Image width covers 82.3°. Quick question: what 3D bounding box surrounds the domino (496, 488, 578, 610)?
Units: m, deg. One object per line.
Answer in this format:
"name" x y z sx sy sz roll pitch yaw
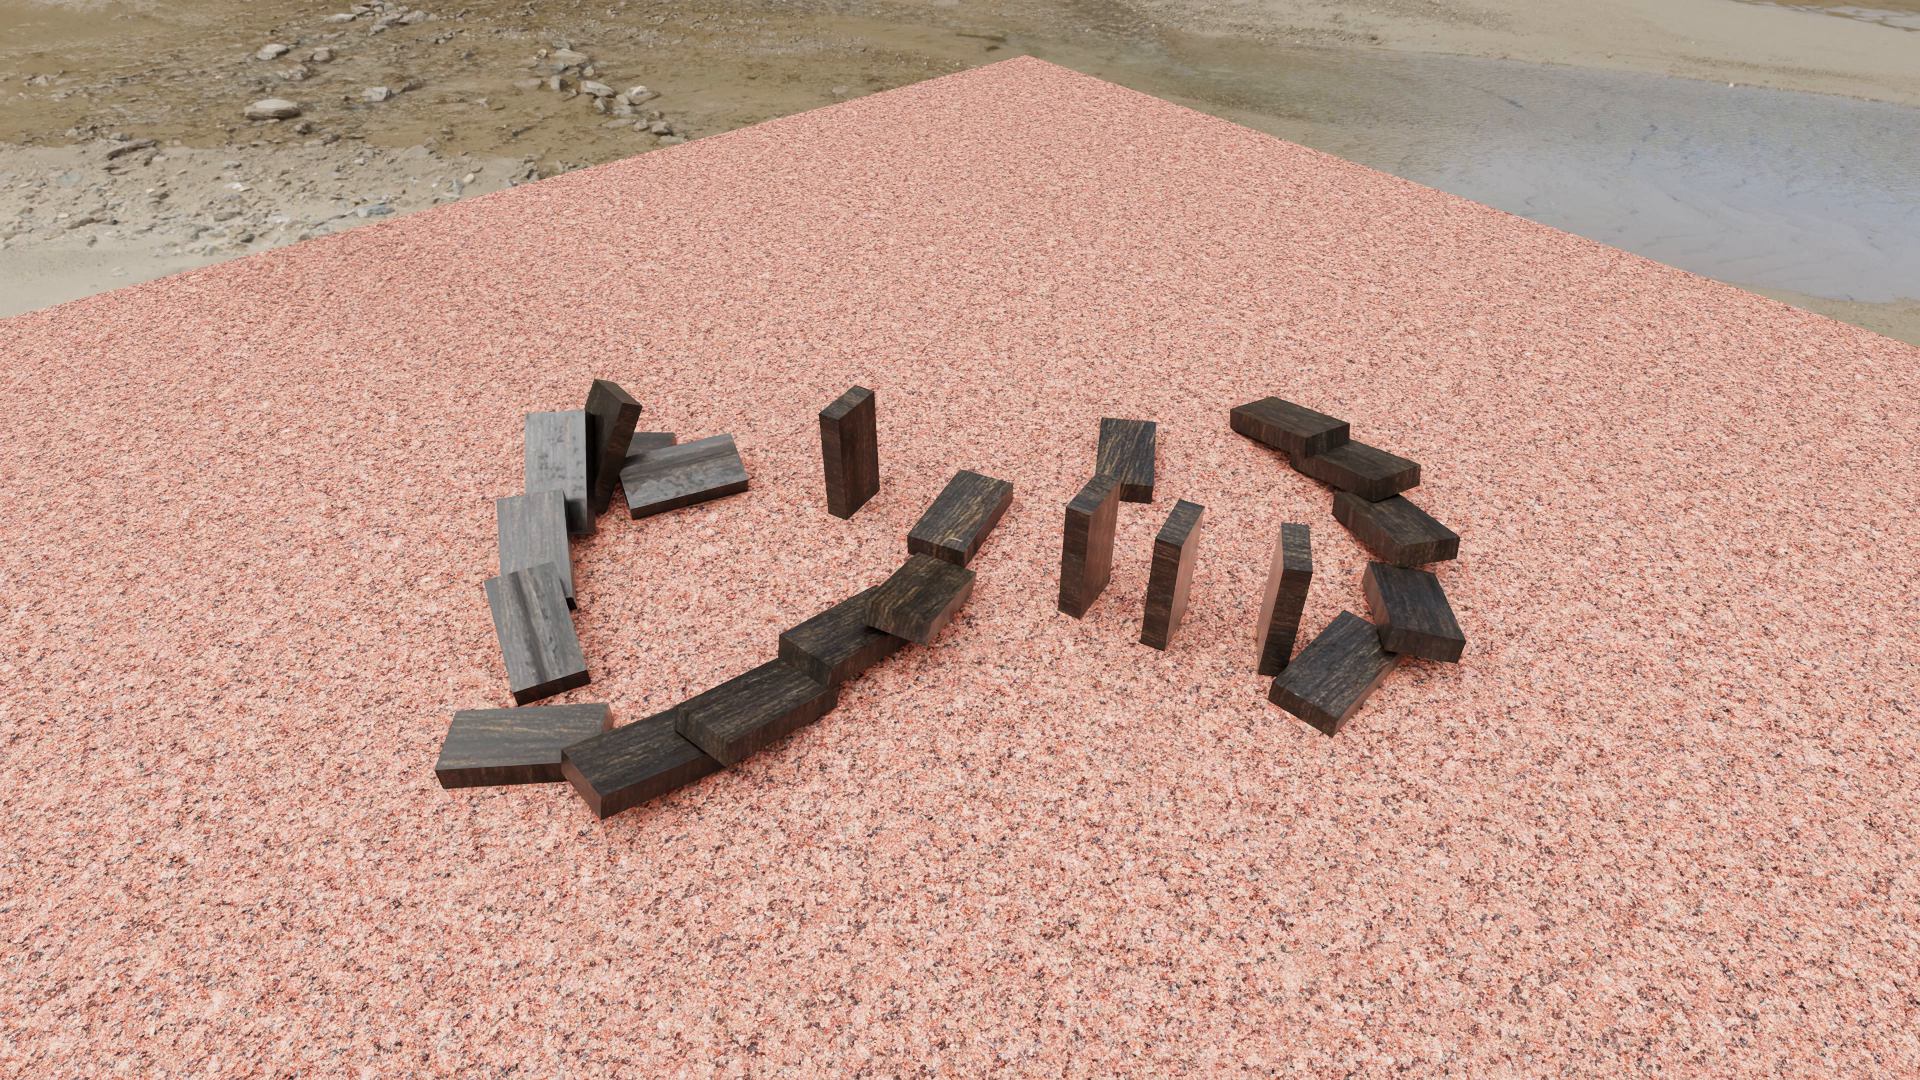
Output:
"domino" -0.164 0.005 0.425 0.025 0.009 0.050 -10 60 -12

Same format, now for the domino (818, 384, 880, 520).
"domino" -0.045 -0.036 0.455 0.009 0.050 0.025 21 44 23

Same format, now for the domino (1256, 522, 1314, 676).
"domino" 0.113 0.021 0.385 0.010 0.050 0.025 7 40 8

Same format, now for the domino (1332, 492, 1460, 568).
"domino" 0.174 -0.006 0.442 0.025 0.009 0.050 -8 27 -9

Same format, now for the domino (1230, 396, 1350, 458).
"domino" 0.148 -0.052 0.497 0.025 0.010 0.050 -18 28 -21

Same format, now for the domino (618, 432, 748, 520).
"domino" -0.119 -0.028 0.470 0.050 0.010 0.025 -16 66 -19

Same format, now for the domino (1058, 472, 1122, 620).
"domino" 0.048 0.002 0.408 0.010 0.050 0.025 22 44 24

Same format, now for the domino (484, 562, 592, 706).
"domino" -0.152 0.033 0.394 0.025 0.010 0.050 -17 57 -20

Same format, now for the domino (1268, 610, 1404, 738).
"domino" 0.133 0.046 0.387 0.025 0.009 0.050 31 48 32

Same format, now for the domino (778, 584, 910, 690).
"domino" -0.038 0.034 0.394 0.025 0.010 0.050 27 34 29

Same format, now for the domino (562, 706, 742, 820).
"domino" -0.097 0.068 0.350 0.050 0.009 0.025 -18 40 -42

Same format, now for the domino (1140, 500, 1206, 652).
"domino" 0.076 0.013 0.396 0.009 0.050 0.025 18 43 21

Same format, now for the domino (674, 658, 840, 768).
"domino" -0.067 0.055 0.365 0.025 0.010 0.050 27 30 29

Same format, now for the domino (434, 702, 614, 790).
"domino" -0.142 0.067 0.361 0.050 0.010 0.025 -3 39 -3

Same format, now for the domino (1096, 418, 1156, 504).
"domino" 0.073 -0.036 0.487 0.025 0.010 0.050 6 40 7

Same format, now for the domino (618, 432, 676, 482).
"domino" -0.154 -0.037 0.489 0.050 0.010 0.025 0 39 0

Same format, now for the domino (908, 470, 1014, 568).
"domino" 0.001 -0.009 0.455 0.025 0.009 0.050 16 42 19

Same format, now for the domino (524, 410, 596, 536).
"domino" -0.164 -0.027 0.450 0.025 0.009 0.050 -3 84 2

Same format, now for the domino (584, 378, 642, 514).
"domino" -0.151 -0.039 0.461 0.025 0.050 0.010 36 20 36

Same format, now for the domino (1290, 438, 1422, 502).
"domino" 0.169 -0.032 0.473 0.025 0.010 0.050 -18 28 -21

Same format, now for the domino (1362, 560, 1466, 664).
"domino" 0.165 0.025 0.402 0.025 0.010 0.050 11 28 5

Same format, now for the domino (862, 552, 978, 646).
"domino" -0.014 0.021 0.404 0.025 0.010 0.050 19 24 13
